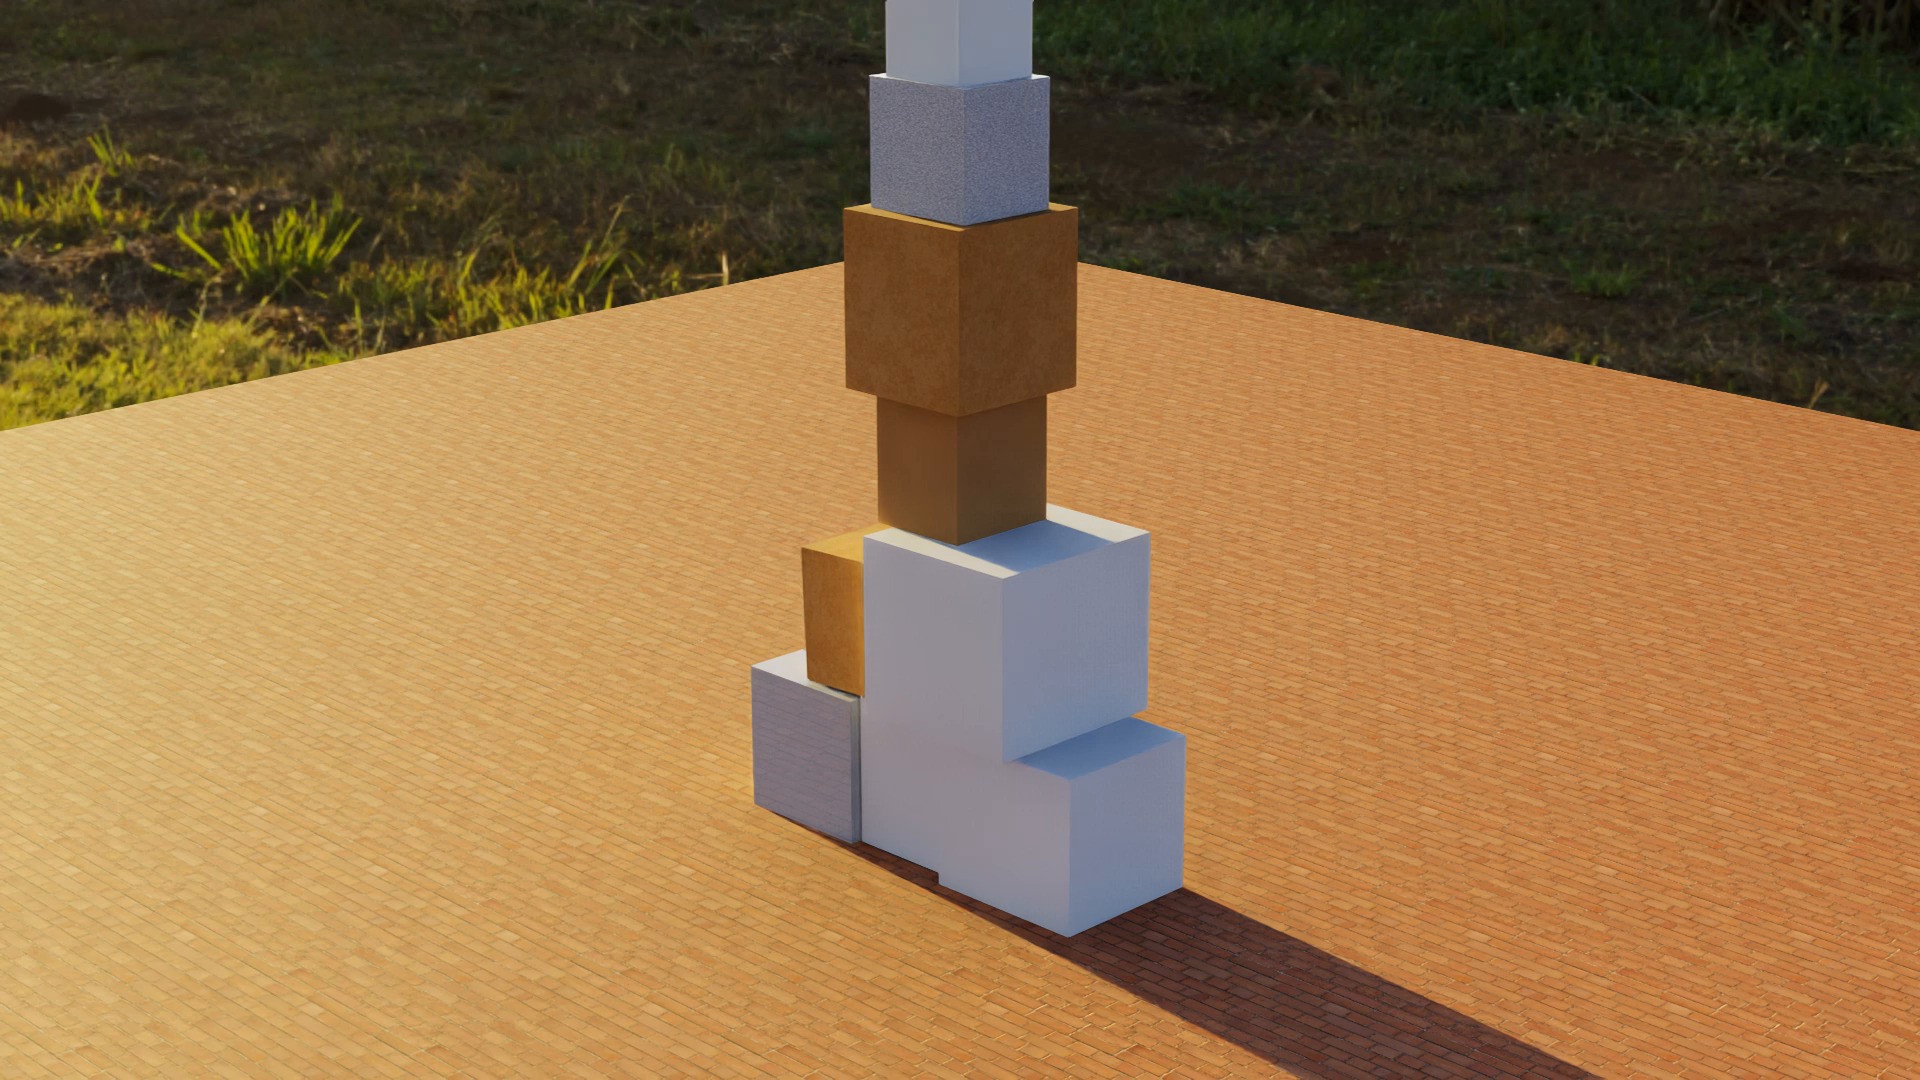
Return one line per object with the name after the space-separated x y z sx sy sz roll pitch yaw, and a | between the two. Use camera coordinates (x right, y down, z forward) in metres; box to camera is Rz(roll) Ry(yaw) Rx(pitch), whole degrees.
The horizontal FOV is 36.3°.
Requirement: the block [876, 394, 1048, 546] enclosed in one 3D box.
0.010 -0.387 13.236 0.575 0.626 0.507 -17 24 -42 | block

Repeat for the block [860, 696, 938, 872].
-0.042 1.074 13.715 0.593 0.728 0.594 -17 24 -42 | block

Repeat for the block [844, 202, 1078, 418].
0.003 -1.072 13.017 0.742 0.813 0.718 -17 24 -42 | block

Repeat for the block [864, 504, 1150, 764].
0.212 0.378 13.261 0.952 0.850 0.872 -17 24 -42 | block

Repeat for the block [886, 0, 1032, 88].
-0.005 -2.266 12.639 0.448 0.532 0.449 -17 24 -42 | block

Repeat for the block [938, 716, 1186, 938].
0.458 1.220 13.232 0.763 0.738 0.806 -17 24 -42 | block

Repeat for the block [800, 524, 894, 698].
-0.310 0.327 13.795 0.632 0.654 0.562 -17 21 -42 | block

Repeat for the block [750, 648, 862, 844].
-0.514 0.944 14.152 0.683 0.713 0.699 -17 24 -42 | block

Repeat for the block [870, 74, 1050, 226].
-0.002 -1.736 12.806 0.525 0.580 0.582 -17 24 -42 | block
